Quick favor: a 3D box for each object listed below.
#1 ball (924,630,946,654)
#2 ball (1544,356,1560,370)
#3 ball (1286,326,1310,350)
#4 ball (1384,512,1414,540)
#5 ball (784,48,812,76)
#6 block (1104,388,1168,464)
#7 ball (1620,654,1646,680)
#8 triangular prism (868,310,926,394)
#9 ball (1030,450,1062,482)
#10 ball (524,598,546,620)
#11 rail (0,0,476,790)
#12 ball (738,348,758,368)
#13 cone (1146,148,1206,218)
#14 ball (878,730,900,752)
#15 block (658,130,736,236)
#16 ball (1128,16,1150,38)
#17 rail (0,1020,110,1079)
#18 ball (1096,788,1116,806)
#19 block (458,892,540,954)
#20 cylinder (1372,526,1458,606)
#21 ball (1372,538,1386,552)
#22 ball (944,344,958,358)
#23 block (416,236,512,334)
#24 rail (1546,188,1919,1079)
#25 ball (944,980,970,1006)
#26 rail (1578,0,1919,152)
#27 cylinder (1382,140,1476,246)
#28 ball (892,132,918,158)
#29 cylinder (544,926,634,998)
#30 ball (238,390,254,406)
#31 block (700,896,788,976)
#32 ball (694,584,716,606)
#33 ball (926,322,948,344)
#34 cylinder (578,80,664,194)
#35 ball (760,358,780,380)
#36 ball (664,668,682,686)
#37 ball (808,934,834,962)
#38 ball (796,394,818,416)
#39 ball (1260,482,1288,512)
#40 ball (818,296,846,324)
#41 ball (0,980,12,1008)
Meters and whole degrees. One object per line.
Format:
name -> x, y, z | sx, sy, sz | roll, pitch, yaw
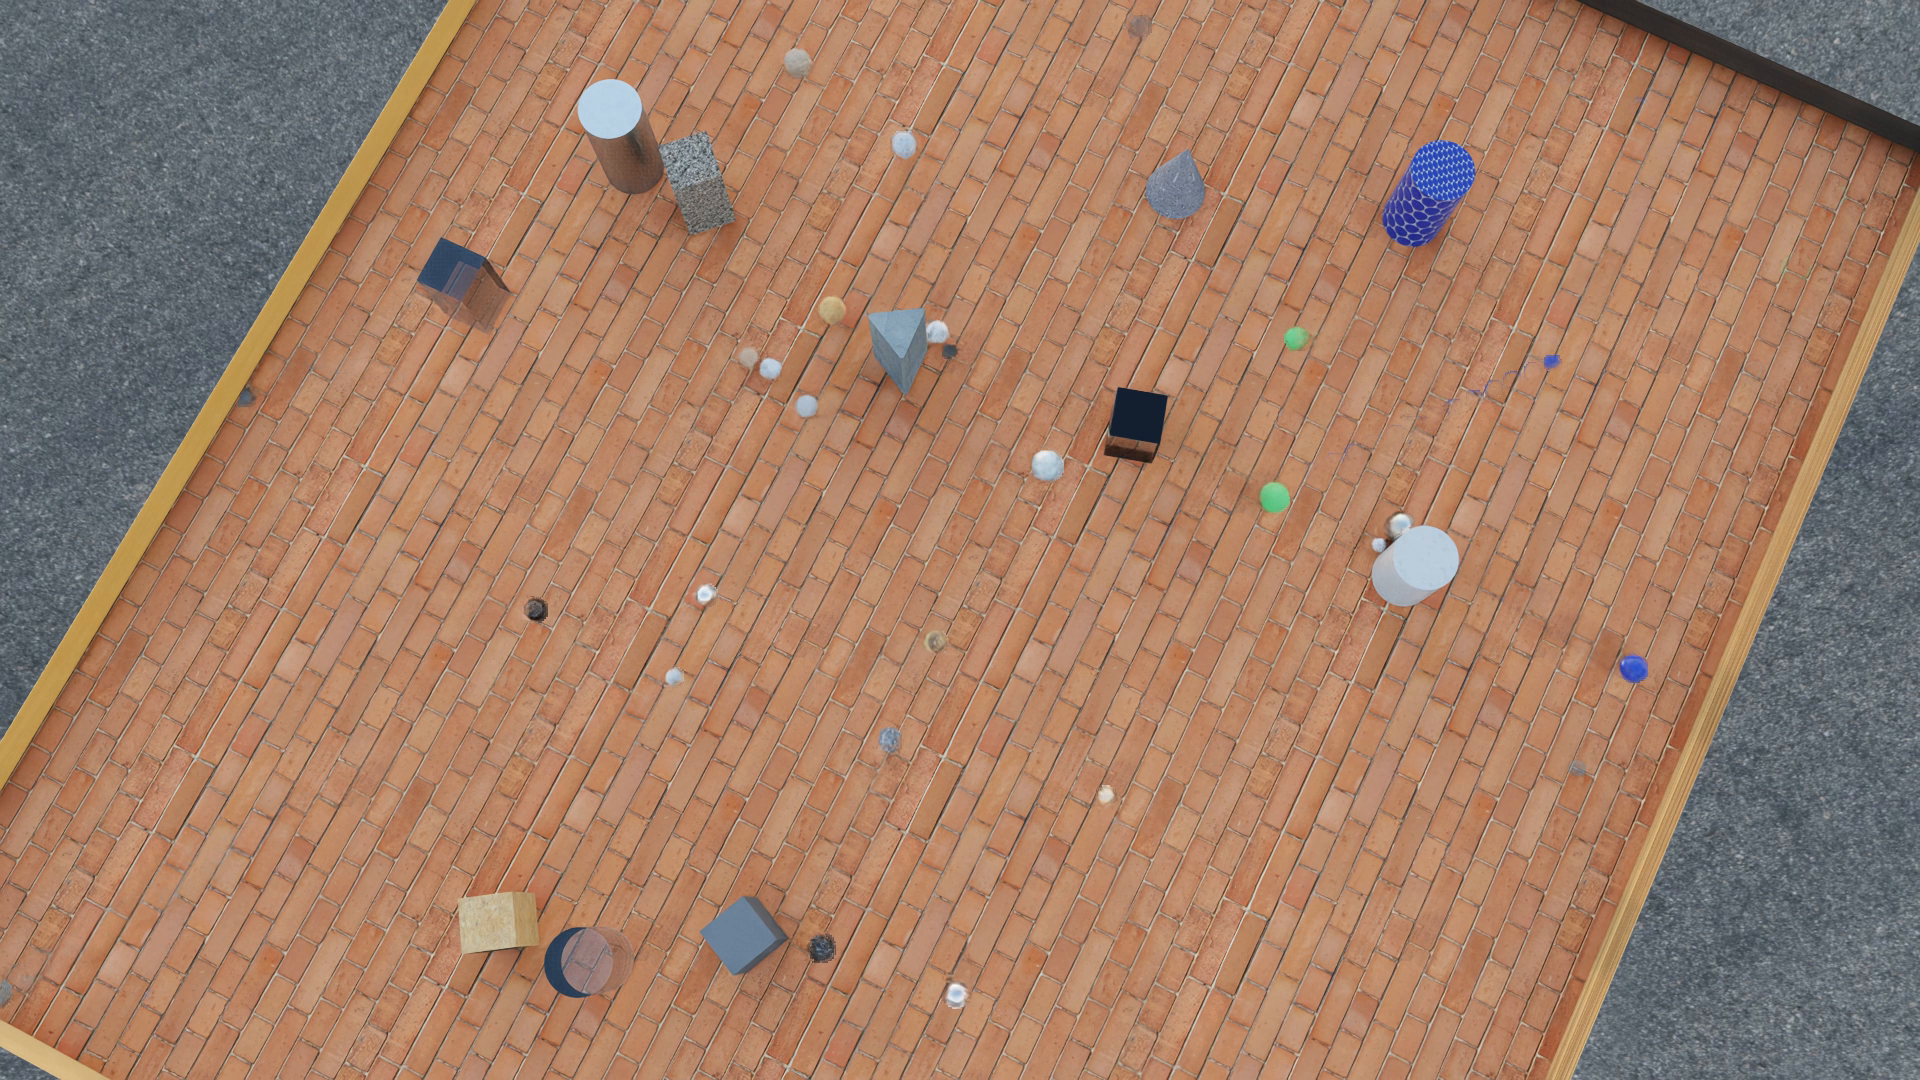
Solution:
ball -> -0.077, 0.307, 5.518 | 0.069, 0.069, 0.069 | 0, 78, 0
ball -> 1.845, -0.552, 5.709 | 0.042, 0.042, 0.042 | 0, 78, 0
ball -> 1.052, -0.630, 5.711 | 0.070, 0.070, 0.070 | 0, 78, 0
ball -> 1.337, -0.041, 5.579 | 0.089, 0.089, 0.089 | 0, 78, 0
ball -> -0.522, -1.536, 5.890 | 0.088, 0.088, 0.088 | 0, 78, 0
block -> 0.532, -0.347, 5.567 | 0.152, 0.237, 0.152 | 10, 78, 2
ball -> 2.019, 0.383, 5.498 | 0.078, 0.078, 0.078 | 0, 78, 0
triangular prism -> -0.161, -0.596, 5.544 | 0.143, 0.383, 0.165 | -36, 81, -7
ball -> 0.265, -0.228, 5.615 | 0.095, 0.095, 0.095 | 0, 78, 0
ball -> -1.284, 0.211, 5.539 | 0.067, 0.067, 0.067 | 0, 78, 0
rail -> -1.984, -0.965, 5.752 | 0.045, 0.123, 5.066 | 26, 80, 5
ball -> -0.658, -0.566, 5.703 | 0.060, 0.060, 0.060 | 0, 78, 0
cone -> 0.688, -1.147, 5.684 | 0.190, 0.332, 0.190 | 0, 78, 0
ball -> -0.210, 0.598, 5.458 | 0.068, 0.068, 0.068 | 0, 78, 0
block -> -0.808, -1.097, 5.658 | 0.152, 0.362, 0.152 | -19, 79, -4
ball -> 0.578, -1.660, 5.925 | 0.069, 0.069, 0.069 | 0, 78, 0
rail -> -1.122, 2.205, 5.096 | 4.483, 0.123, 0.045 | 26, 80, 5
ball -> 0.433, 0.760, 5.431 | 0.054, 0.054, 0.054 | 0, 78, 0
block -> -1.318, 1.095, 5.245 | 0.152, 0.283, 0.152 | -7, 78, -2
cylinder -> 1.352, 0.081, 5.454 | 0.190, 0.285, 0.190 | 0, 78, 0
ball -> 1.279, 0.016, 5.591 | 0.044, 0.044, 0.044 | 0, 78, 0
ball -> -0.029, -0.589, 5.717 | 0.042, 0.042, 0.042 | 0, 78, 0
block -> -1.515, -0.775, 5.614 | 0.152, 0.319, 0.152 | 25, 79, 5
rail -> 1.984, 0.978, 5.350 | 0.045, 0.123, 5.066 | 26, 80, 5
ball -> -0.010, 1.312, 5.307 | 0.074, 0.074, 0.074 | 0, 78, 0
rail -> 1.122, -2.191, 6.006 | 4.483, 0.123, 0.045 | 26, 80, 5
cylinder -> 1.437, -1.061, 5.639 | 0.190, 0.386, 0.190 | 0, 78, 0
ball -> -0.178, -1.258, 5.835 | 0.082, 0.082, 0.082 | 0, 78, 0
cylinder -> -1.047, 1.194, 5.197 | 0.190, 0.337, 0.190 | 0, 78, 0
ball -> -2.213, -0.443, 5.682 | 0.051, 0.051, 0.051 | 0, 78, 0
block -> -0.608, 1.121, 5.201 | 0.152, 0.360, 0.152 | -39, 81, -7
ball -> -0.772, 0.166, 5.550 | 0.063, 0.063, 0.063 | 0, 78, 0
ball -> -0.072, -0.647, 5.715 | 0.070, 0.070, 0.070 | 0, 78, 0
cylinder -> -1.041, -1.238, 5.655 | 0.190, 0.426, 0.190 | 0, 78, 0
ball -> -0.590, -0.531, 5.693 | 0.066, 0.066, 0.066 | 0, 78, 0
ball -> -0.861, 0.413, 5.505 | 0.051, 0.051, 0.051 | 0, 78, 0
ball -> -0.405, 1.187, 5.332 | 0.075, 0.075, 0.075 | 0, 78, 0
ball -> -0.472, -0.415, 5.668 | 0.068, 0.068, 0.068 | 0, 78, 0
ball -> 0.960, -0.133, 5.599 | 0.088, 0.088, 0.088 | 0, 78, 0
ball -> -0.399, -0.717, 5.722 | 0.084, 0.084, 0.084 | 0, 78, 0
ball -> -2.789, 1.314, 5.304 | 0.080, 0.080, 0.080 | 0, 78, 0
